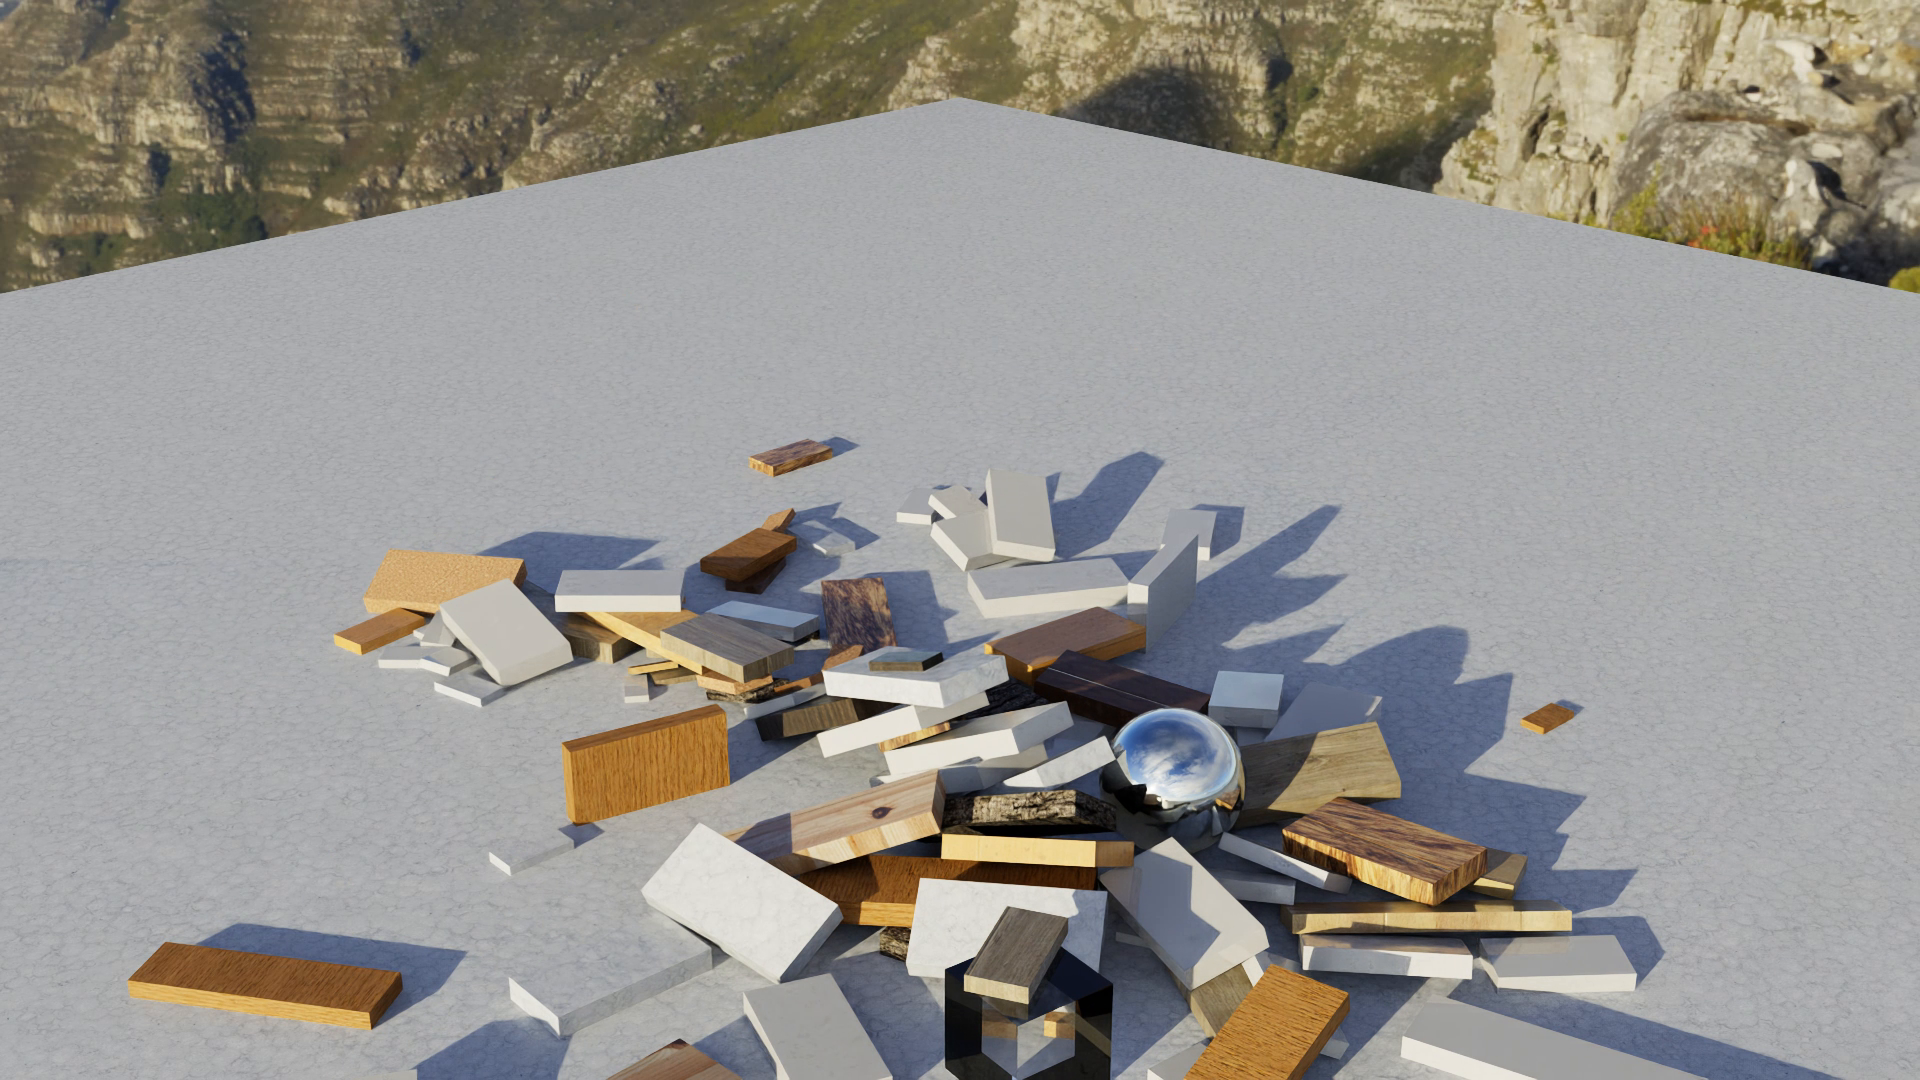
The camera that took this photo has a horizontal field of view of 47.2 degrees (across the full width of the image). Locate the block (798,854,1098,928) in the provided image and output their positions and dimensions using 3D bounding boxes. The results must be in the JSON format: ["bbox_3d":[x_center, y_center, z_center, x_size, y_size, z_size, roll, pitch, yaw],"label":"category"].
[{"bbox_3d":[-0.026,0.649,4.048,0.545,0.048,0.168,1,22,9],"label":"block"}]

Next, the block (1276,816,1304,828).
[{"bbox_3d":[0.700,0.552,4.417,0.116,0.033,0.324,-13,26,-28],"label":"block"}]

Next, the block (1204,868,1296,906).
[{"bbox_3d":[0.506,0.647,4.133,0.247,0.035,0.123,4,0,10],"label":"block"}]

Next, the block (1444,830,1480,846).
[{"bbox_3d":[0.992,0.607,4.309,0.058,0.016,0.115,-5,24,-12],"label":"block"}]

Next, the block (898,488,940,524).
[{"bbox_3d":[-0.100,-0.093,5.945,0.093,0.026,0.186,6,24,13],"label":"block"}]

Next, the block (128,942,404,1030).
[{"bbox_3d":[-1.222,0.783,3.870,0.458,0.035,0.125,5,23,11],"label":"block"}]

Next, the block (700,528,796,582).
[{"bbox_3d":[-0.534,0.036,5.565,0.121,0.034,0.242,14,27,29],"label":"block"}]

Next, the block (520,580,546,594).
[{"bbox_3d":[-1.110,0.124,5.435,0.095,0.027,0.191,-19,30,-38],"label":"block"}]

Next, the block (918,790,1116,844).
[{"bbox_3d":[0.072,0.528,4.183,0.416,0.049,0.173,-8,-20,28],"label":"block"}]

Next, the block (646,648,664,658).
[{"bbox_3d":[-0.596,0.243,5.143,0.246,0.034,0.121,5,23,12],"label":"block"}]

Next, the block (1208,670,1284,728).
[{"bbox_3d":[0.628,0.347,4.811,0.147,0.042,0.293,3,12,10],"label":"block"}]

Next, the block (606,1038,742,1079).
[{"bbox_3d":[-0.521,0.921,3.533,0.159,0.045,0.319,20,30,39],"label":"block"}]

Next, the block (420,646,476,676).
[{"bbox_3d":[-1.168,0.277,5.021,0.072,0.020,0.144,17,11,10],"label":"block"}]

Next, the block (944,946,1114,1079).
[{"bbox_3d":[0.112,0.801,3.621,0.196,0.196,0.196,-16,28,-33],"label":"block"}]

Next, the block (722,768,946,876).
[{"bbox_3d":[-0.279,0.561,4.147,0.517,0.046,0.164,-18,21,11],"label":"block"}]

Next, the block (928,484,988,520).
[{"bbox_3d":[0.034,-0.057,5.757,0.108,0.031,0.229,-21,51,-40],"label":"block"}]

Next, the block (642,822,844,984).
[{"bbox_3d":[-0.396,0.660,3.985,0.337,0.048,0.168,25,61,29],"label":"block"}]

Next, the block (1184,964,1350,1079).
[{"bbox_3d":[0.504,0.824,3.597,0.145,0.041,0.291,16,41,33],"label":"block"}]

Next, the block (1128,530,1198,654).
[{"bbox_3d":[0.485,0.121,5.253,0.049,0.173,0.346,10,25,23],"label":"block"}]

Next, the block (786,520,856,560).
[{"bbox_3d":[-0.365,-0.002,5.732,0.093,0.026,0.186,-17,28,-34],"label":"block"}]

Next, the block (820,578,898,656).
[{"bbox_3d":[-0.234,0.219,5.189,0.152,0.043,0.532,-3,23,-7],"label":"block"}]

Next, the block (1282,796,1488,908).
[{"bbox_3d":[0.806,0.590,4.183,0.173,0.049,0.347,-22,26,-39],"label":"block"}]

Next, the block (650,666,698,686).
[{"bbox_3d":[-0.649,0.309,5.013,0.105,0.015,0.053,-8,24,-19],"label":"block"}]

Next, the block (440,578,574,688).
[{"bbox_3d":[-1.054,0.213,5.099,0.176,0.050,0.351,-23,36,-26],"label":"block"}]

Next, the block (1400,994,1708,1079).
[{"bbox_3d":[1.127,0.909,3.566,0.809,0.041,0.145,13,26,28],"label":"block"}]

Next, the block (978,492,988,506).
[{"bbox_3d":[0.088,-0.075,5.899,0.108,0.031,0.217,8,24,18],"label":"block"}]

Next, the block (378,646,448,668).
[{"bbox_3d":[-1.266,0.272,5.095,0.143,0.020,0.072,0,23,1],"label":"block"}]

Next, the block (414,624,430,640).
[{"bbox_3d":[-1.241,0.211,5.243,0.054,0.015,0.109,18,29,36],"label":"block"}]

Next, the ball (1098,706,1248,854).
[{"bbox_3d":[0.414,0.470,4.284,0.289,0.289,0.289,0,23,0],"label":"ball"}]

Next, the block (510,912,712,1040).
[{"bbox_3d":[-0.616,0.767,3.895,0.319,0.045,0.159,-19,30,-38],"label":"block"}]

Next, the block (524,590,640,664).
[{"bbox_3d":[-0.922,0.203,5.218,0.351,0.050,0.175,11,25,24],"label":"block"}]

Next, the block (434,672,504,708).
[{"bbox_3d":[-1.103,0.334,4.946,0.146,0.021,0.073,15,27,31],"label":"block"}]

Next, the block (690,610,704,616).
[{"bbox_3d":[-0.690,0.193,5.281,0.178,0.020,0.072,2,23,5],"label":"block"}]

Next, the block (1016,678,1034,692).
[{"bbox_3d":[0.198,0.280,5.056,0.125,0.035,0.249,1,23,4],"label":"block"}]

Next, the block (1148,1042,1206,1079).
[{"bbox_3d":[0.429,0.909,3.576,0.118,0.034,0.237,-17,28,-35],"label":"block"}]

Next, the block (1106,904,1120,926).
[{"bbox_3d":[0.247,0.697,4.093,0.068,0.019,0.136,19,29,37],"label":"block"}]

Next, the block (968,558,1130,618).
[{"bbox_3d":[0.220,0.117,5.422,0.371,0.049,0.173,-5,24,-13],"label":"block"}]

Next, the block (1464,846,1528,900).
[{"bbox_3d":[0.958,0.621,4.213,0.231,0.033,0.116,11,25,24],"label":"block"}]

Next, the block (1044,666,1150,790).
[{"bbox_3d":[0.255,0.396,4.774,0.147,0.042,0.518,10,25,23],"label":"block"}]

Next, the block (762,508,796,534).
[{"bbox_3d":[-0.486,-0.039,5.792,0.072,0.020,0.144,-19,18,18],"label":"block"}]

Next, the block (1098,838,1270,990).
[{"bbox_3d":[0.397,0.667,3.955,0.164,0.046,0.328,-26,31,-14],"label":"block"}]

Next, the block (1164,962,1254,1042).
[{"bbox_3d":[0.450,0.780,3.849,0.118,0.034,0.340,-9,28,-14],"label":"block"}]

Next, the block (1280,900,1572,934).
[{"bbox_3d":[0.850,0.689,4.028,0.508,0.035,0.123,0,0,-2],"label":"block"}]

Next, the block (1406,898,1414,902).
[{"bbox_3d":[0.858,0.654,4.199,0.058,0.016,0.115,-7,24,-17],"label":"block"}]

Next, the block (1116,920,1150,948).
[{"bbox_3d":[0.343,0.706,4.072,0.068,0.019,0.136,9,25,20],"label":"block"}]

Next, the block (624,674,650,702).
[{"bbox_3d":[-0.730,0.335,4.953,0.053,0.015,0.105,-4,23,-9],"label":"block"}]

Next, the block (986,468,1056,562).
[{"bbox_3d":[0.154,-0.065,5.680,0.152,0.043,0.304,9,37,-11],"label":"block"}]
